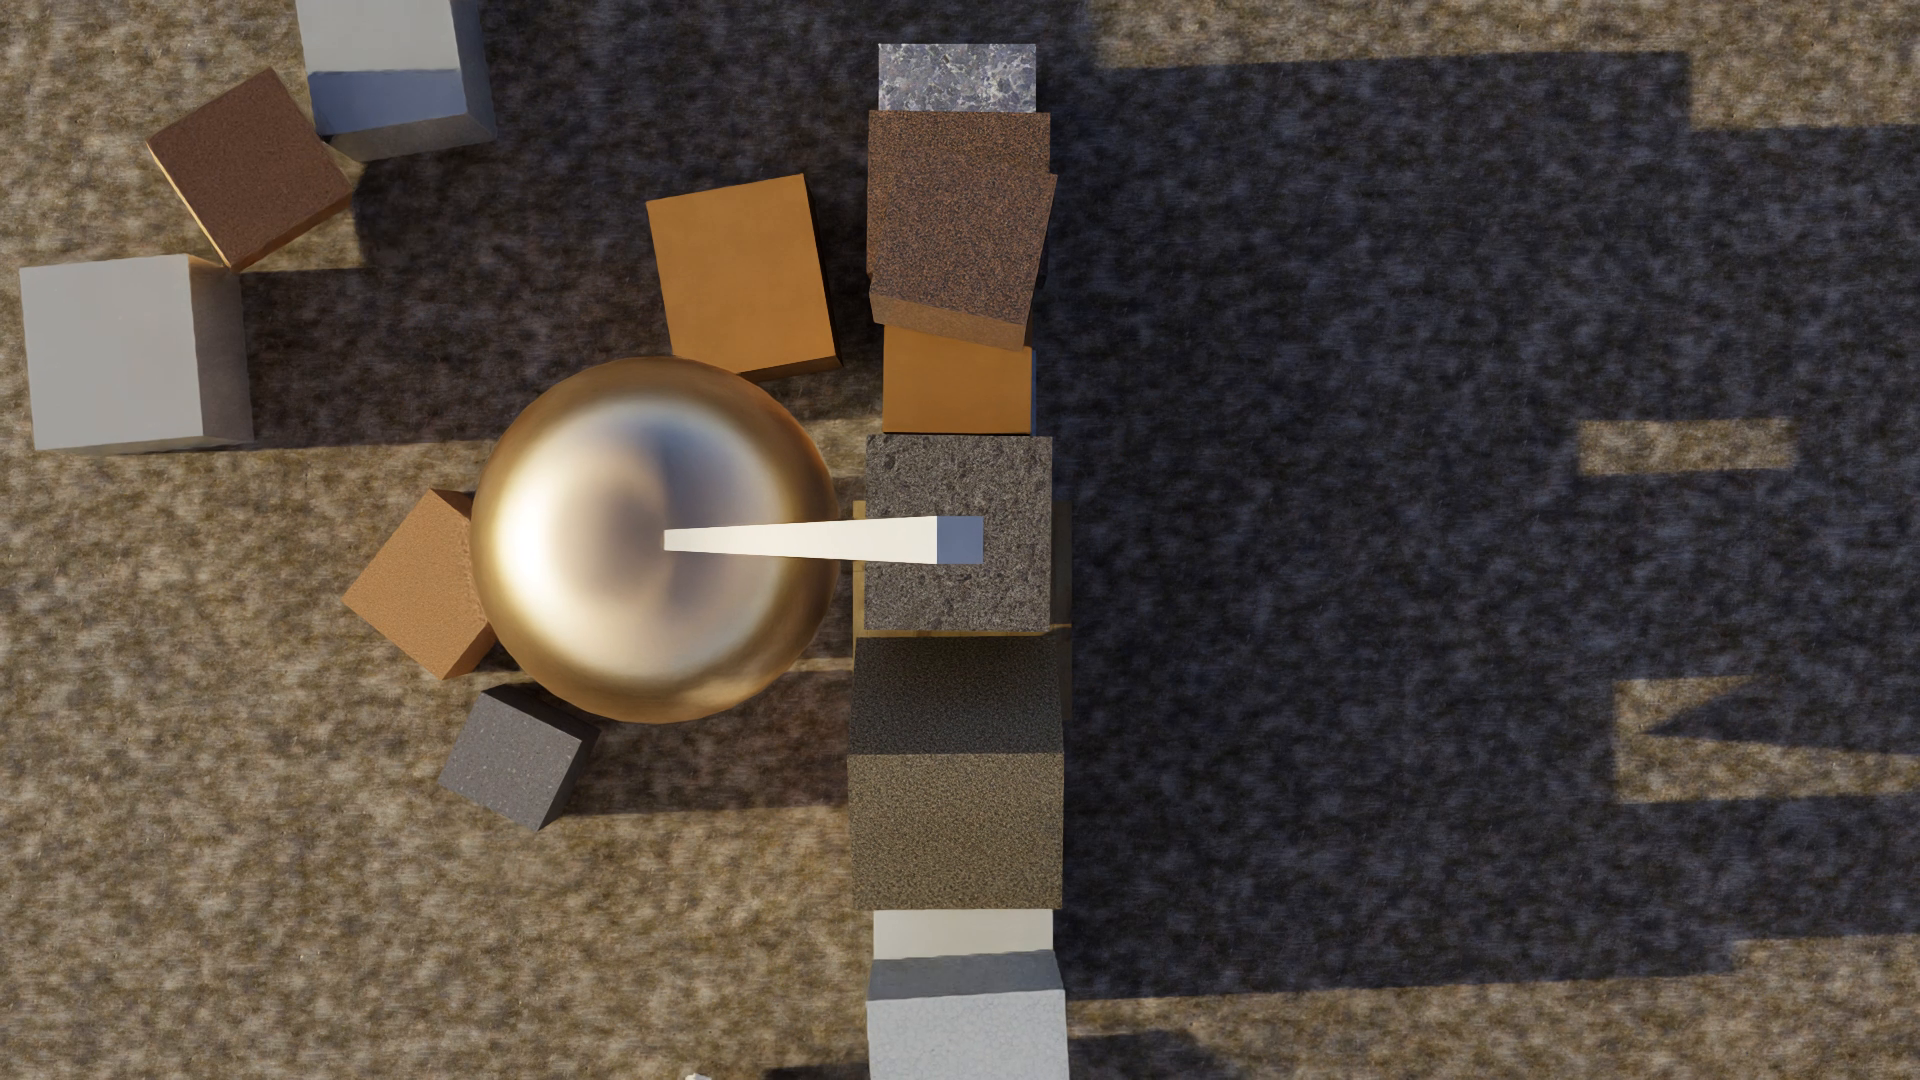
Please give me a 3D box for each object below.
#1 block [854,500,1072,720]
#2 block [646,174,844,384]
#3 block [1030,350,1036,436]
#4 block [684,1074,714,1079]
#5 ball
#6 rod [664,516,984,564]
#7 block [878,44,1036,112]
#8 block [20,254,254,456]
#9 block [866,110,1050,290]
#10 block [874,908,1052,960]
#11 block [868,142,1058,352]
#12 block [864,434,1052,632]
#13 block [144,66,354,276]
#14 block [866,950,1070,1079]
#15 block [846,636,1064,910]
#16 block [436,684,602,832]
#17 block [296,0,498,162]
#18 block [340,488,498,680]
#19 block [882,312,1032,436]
[{"bbox_3d":[0.013,0.378,12.386,1.171,1.228,1.177,0,90,0],"label":"block"},{"bbox_3d":[-1.211,-1.445,12.574,0.883,0.852,1.021,-10,90,0],"label":"block"},{"bbox_3d":[-0.001,-0.639,12.630,0.850,0.740,0.836,0,90,0],"label":"block"},{"bbox_3d":[-1.326,3.454,12.574,0.665,0.581,0.589,20,71,-7],"label":"block"},{"bbox_3d":[-1.312,0.000,9.546,1.600,1.600,1.600,0,90,0],"label":"ball"},{"bbox_3d":[-0.569,0.000,6.228,0.080,5.200,0.080,0,90,-13],"label":"rod"},{"bbox_3d":[-0.015,-2.301,12.554,0.865,0.892,0.861,0,90,0],"label":"block"},{"bbox_3d":[-4.679,-1.037,12.561,0.931,0.878,1.009,-5,90,0],"label":"block"},{"bbox_3d":[-0.006,-1.797,11.716,0.935,0.792,0.832,1,91,0],"label":"block"},{"bbox_3d":[0.018,2.136,11.628,0.912,0.838,0.815,-1,90,0],"label":"block"},{"bbox_3d":[0.018,-1.439,10.935,0.773,0.680,0.759,12,84,1],"label":"block"},{"bbox_3d":[-0.009,-0.034,11.303,0.916,0.938,0.963,1,90,0],"label":"block"},{"bbox_3d":[-3.989,-2.059,12.387,0.779,0.937,0.784,-35,102,-12],"label":"block"},{"bbox_3d":[0.048,2.614,10.766,0.931,0.895,0.983,-3,91,-1],"label":"block"},{"bbox_3d":[-0.017,1.176,11.257,1.044,1.106,0.929,0,118,0],"label":"block"},{"bbox_3d":[-2.526,1.242,12.656,0.632,0.689,0.569,26,90,0],"label":"block"},{"bbox_3d":[-3.213,-2.732,12.589,0.845,0.823,0.883,-9,90,0],"label":"block"},{"bbox_3d":[-2.922,0.249,12.620,0.720,0.760,0.795,39,90,0],"label":"block"},{"bbox_3d":[-0.011,-0.960,11.696,0.759,0.854,0.822,1,90,0],"label":"block"}]
